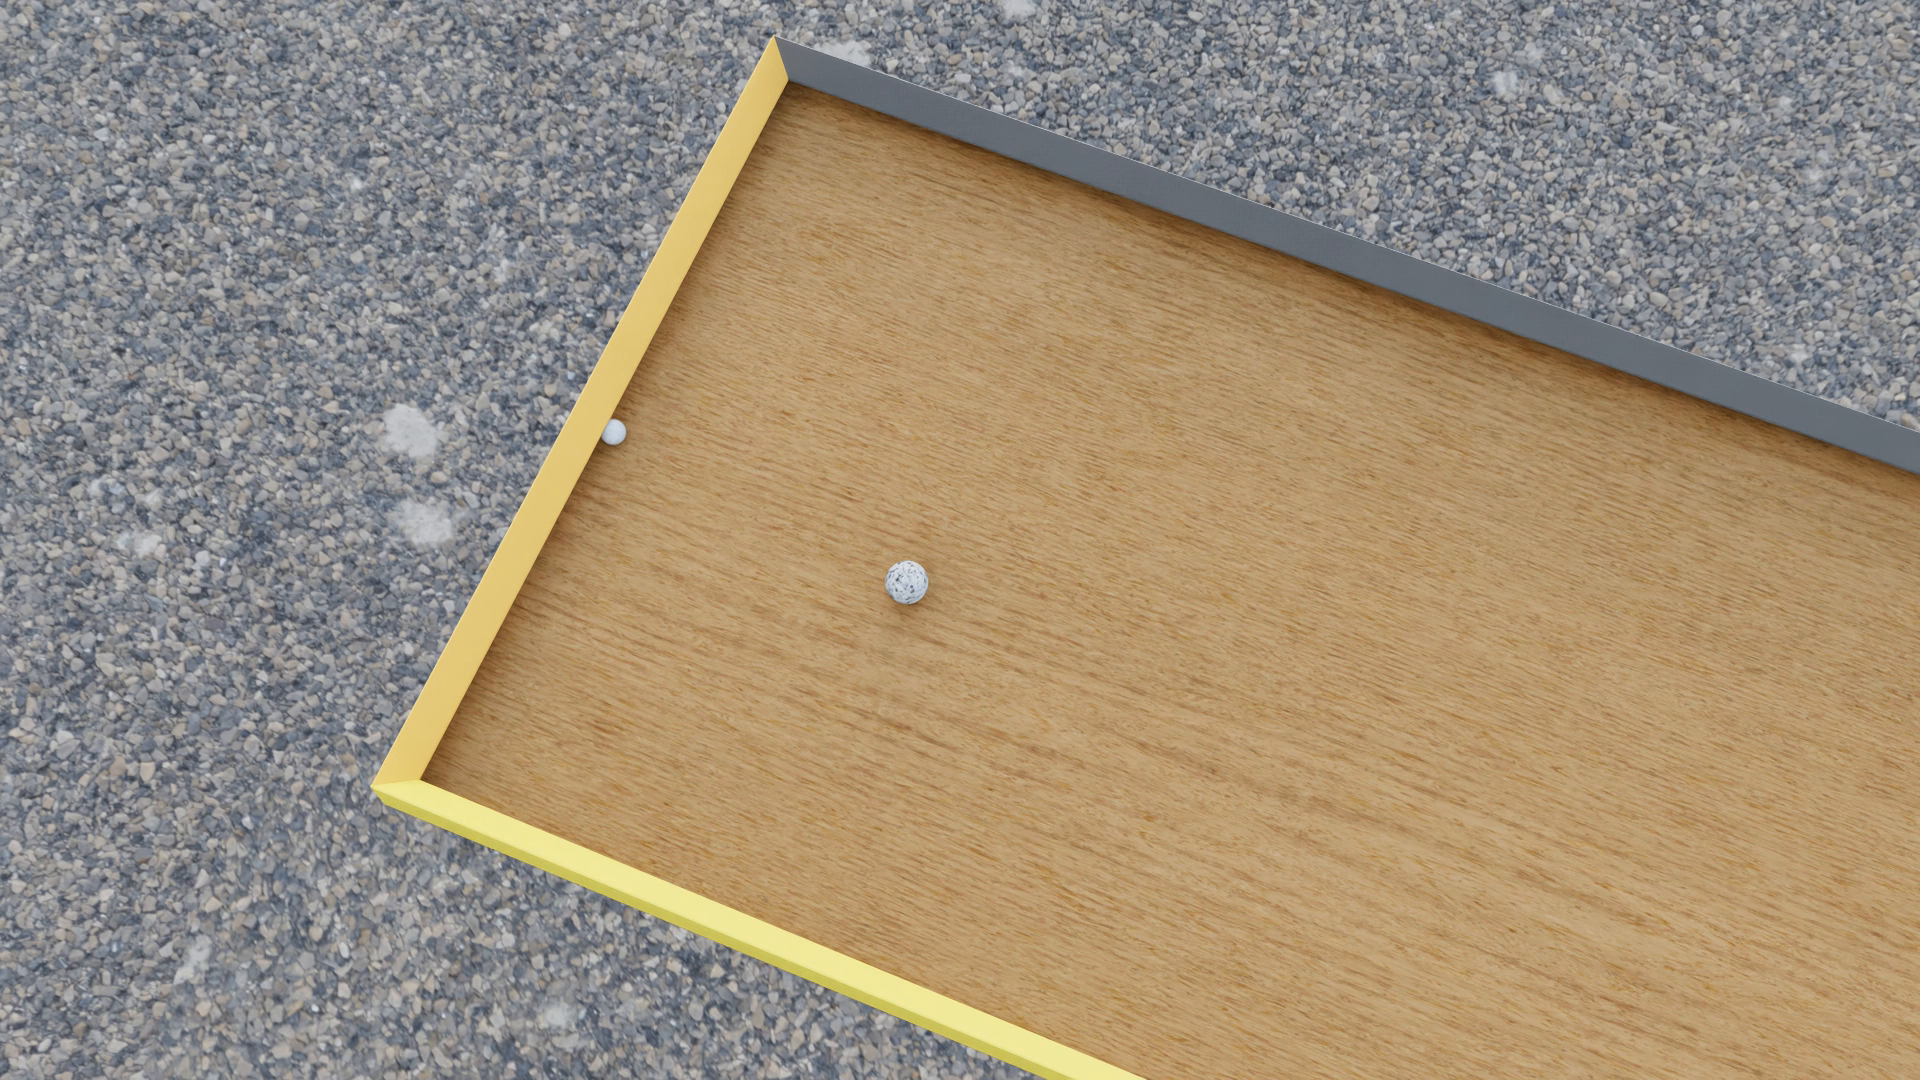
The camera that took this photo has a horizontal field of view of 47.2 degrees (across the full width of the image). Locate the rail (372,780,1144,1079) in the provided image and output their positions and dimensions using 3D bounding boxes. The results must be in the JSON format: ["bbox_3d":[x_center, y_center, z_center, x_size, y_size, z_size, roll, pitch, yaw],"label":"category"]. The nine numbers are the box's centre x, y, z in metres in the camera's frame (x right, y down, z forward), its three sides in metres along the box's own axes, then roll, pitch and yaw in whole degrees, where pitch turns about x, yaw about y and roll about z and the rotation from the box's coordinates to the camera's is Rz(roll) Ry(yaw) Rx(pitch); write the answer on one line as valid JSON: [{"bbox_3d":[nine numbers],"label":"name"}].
[{"bbox_3d":[0.334,0.825,3.149,2.613,0.094,0.045,21,69,9],"label":"rail"}]

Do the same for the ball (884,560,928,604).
[{"bbox_3d":[-0.085,0.067,3.486,0.069,0.069,0.069,0,67,0],"label":"ball"}]

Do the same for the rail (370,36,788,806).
[{"bbox_3d":[-0.582,-0.228,3.597,0.045,0.094,1.467,21,69,9],"label":"rail"}]

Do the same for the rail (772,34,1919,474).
[{"bbox_3d":[0.874,-0.383,3.663,2.613,0.094,0.045,21,69,9],"label":"rail"}]

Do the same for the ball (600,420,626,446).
[{"bbox_3d":[-0.569,-0.177,3.604,0.043,0.043,0.043,0,67,0],"label":"ball"}]
